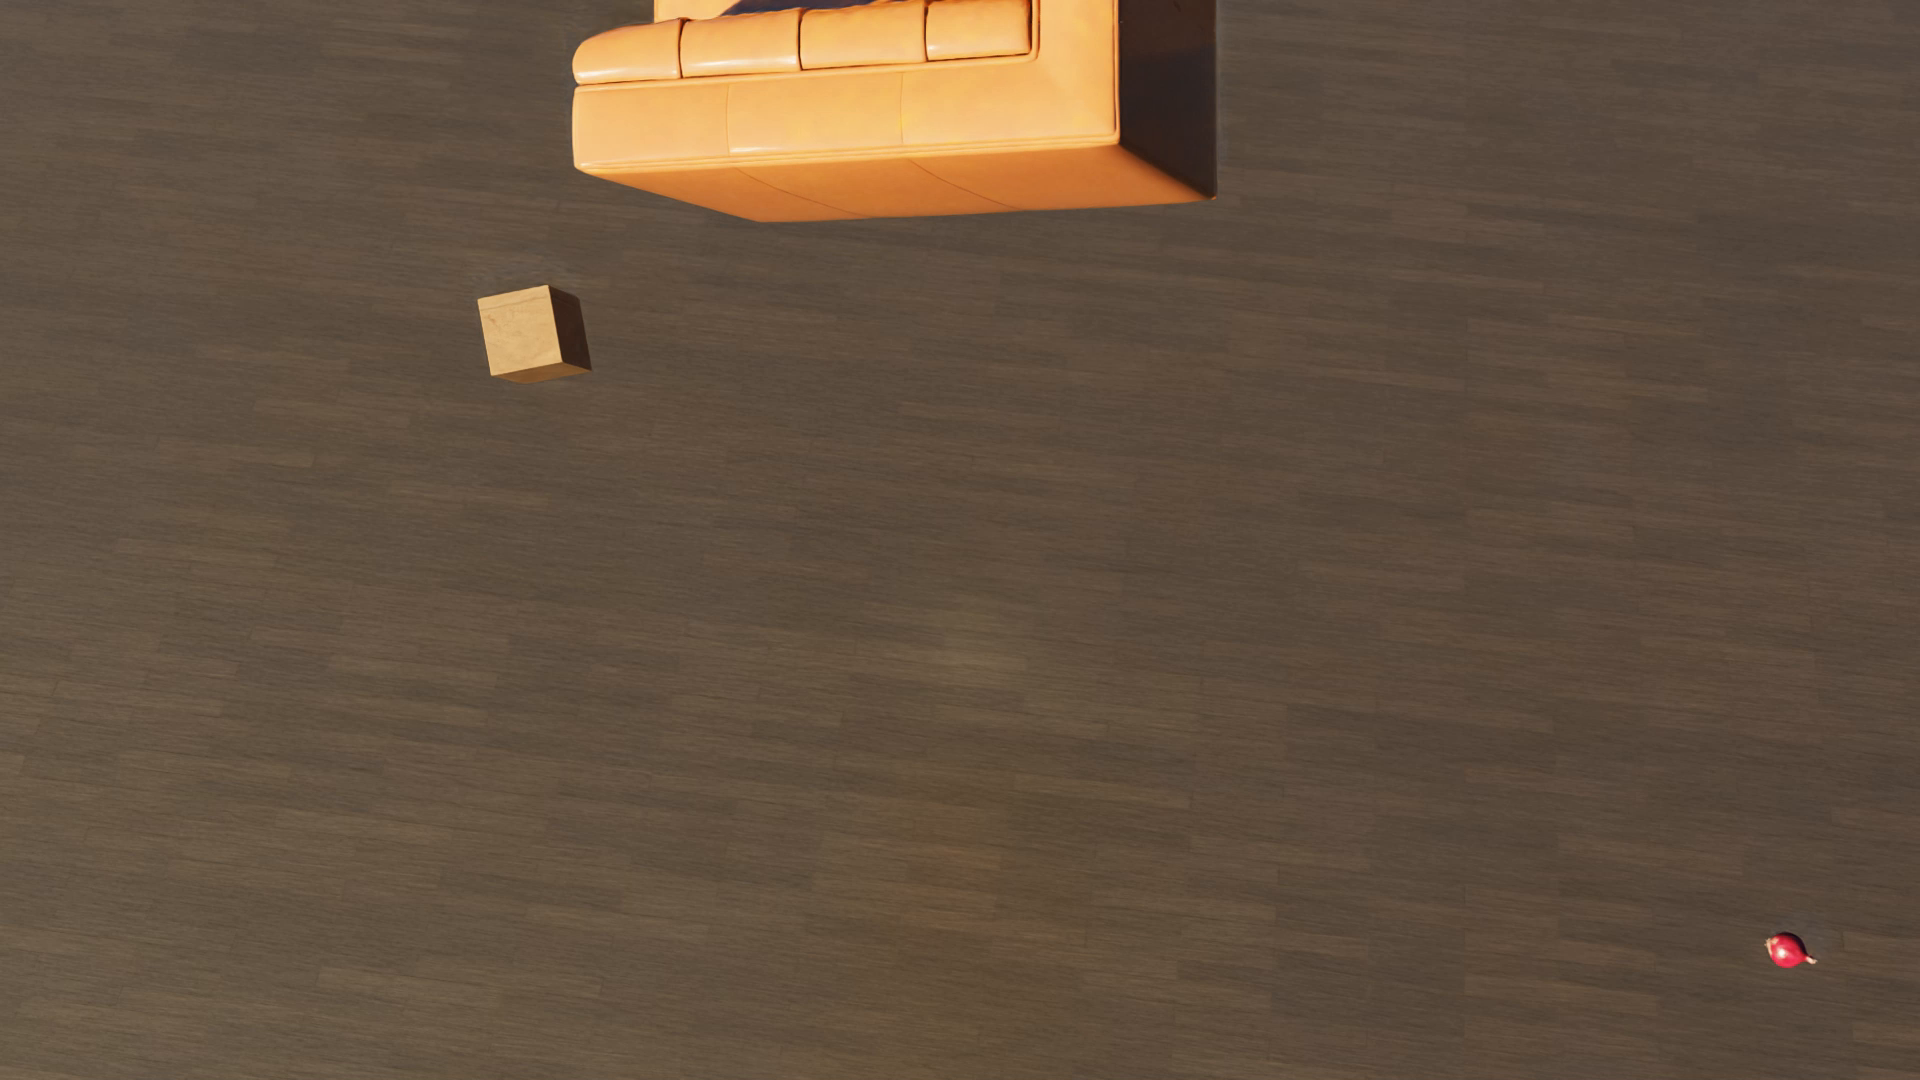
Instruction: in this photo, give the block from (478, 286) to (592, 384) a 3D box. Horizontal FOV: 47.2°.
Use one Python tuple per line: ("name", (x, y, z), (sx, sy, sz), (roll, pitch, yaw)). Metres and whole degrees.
("block", (-0.797, -0.384, 4.138), (0.135, 0.218, 0.143), (-10, 89, 5))
